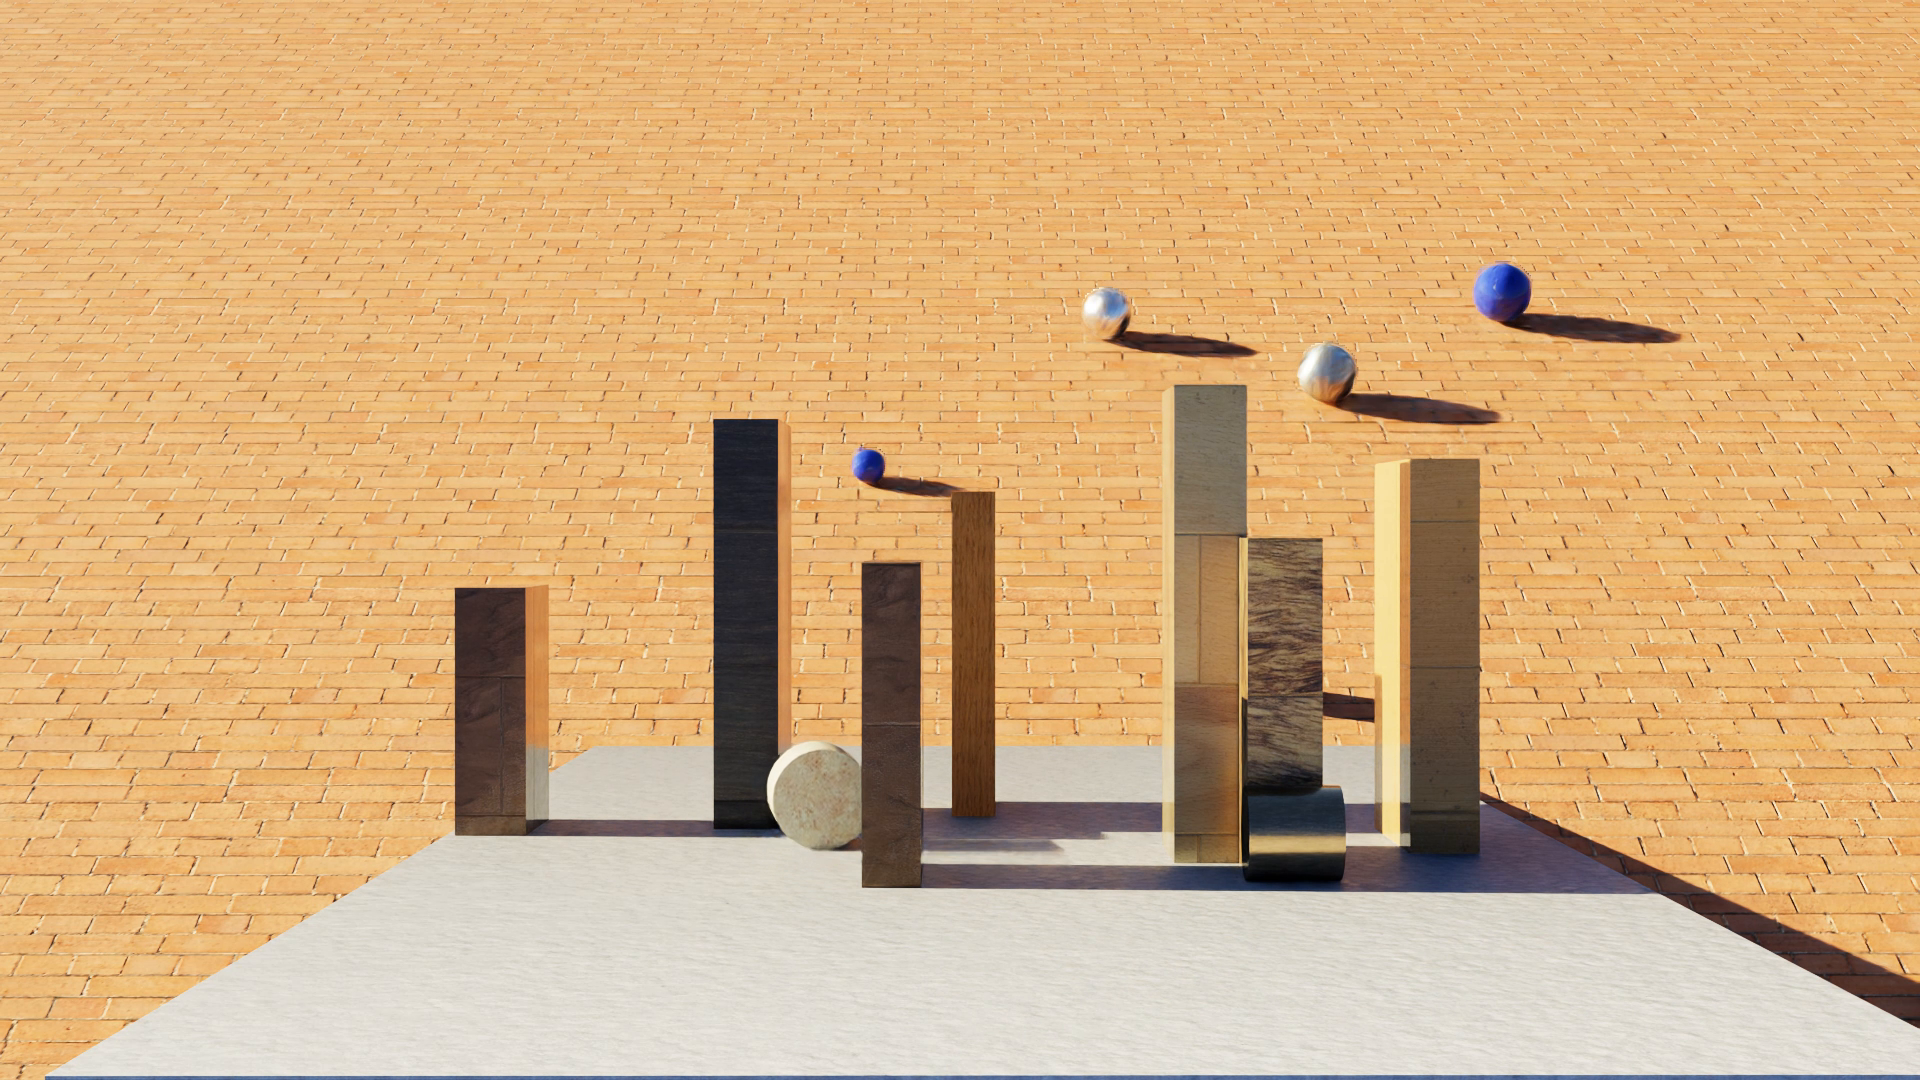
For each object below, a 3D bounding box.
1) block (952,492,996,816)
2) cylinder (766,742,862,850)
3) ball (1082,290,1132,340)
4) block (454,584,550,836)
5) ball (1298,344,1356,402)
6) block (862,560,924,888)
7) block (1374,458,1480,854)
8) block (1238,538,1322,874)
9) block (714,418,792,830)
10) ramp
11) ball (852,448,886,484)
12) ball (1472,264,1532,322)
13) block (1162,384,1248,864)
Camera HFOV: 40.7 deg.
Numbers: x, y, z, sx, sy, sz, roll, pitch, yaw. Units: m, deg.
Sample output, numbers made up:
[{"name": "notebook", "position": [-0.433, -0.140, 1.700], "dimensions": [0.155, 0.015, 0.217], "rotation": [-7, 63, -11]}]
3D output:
[{"name": "block", "position": [0.026, 0.220, 5.142], "dimensions": [0.084, 0.629, 0.280], "rotation": [0, 0, 0]}, {"name": "cylinder", "position": [-0.249, 0.450, 4.572], "dimensions": [0.175, 0.175, 0.175], "rotation": [-4, 1, -8]}, {"name": "ball", "position": [0.510, -0.783, 8.980], "dimensions": [0.173, 0.173, 0.173], "rotation": [0, 29, 0]}, {"name": "block", "position": [-0.853, 0.311, 4.827], "dimensions": [0.129, 0.451, 0.266], "rotation": [0, 0, 0]}, {"name": "ball", "position": [1.214, -0.551, 8.547], "dimensions": [0.192, 0.192, 0.192], "rotation": [0, 29, 0]}, {"name": "block", "position": [-0.107, 0.286, 4.153], "dimensions": [0.092, 0.505, 0.290], "rotation": [0, 0, 0]}, {"name": "block", "position": [0.830, 0.198, 4.617], "dimensions": [0.119, 0.676, 0.377], "rotation": [0, 0, 0]}, {"name": "block", "position": [0.525, 0.267, 4.346], "dimensions": [0.122, 0.542, 0.342], "rotation": [0, 0, 0]}, {"name": "block", "position": [-0.397, 0.155, 4.982], "dimensions": [0.120, 0.761, 0.382], "rotation": [0, 0, 0]}, {"name": "ramp", "position": [0.066, 0.587, 4.636], "dimensions": [2.000, 0.100, 4.000], "rotation": [0, 0, 0]}, {"name": "ball", "position": [-0.285, -0.230, 8.059], "dimensions": [0.108, 0.108, 0.108], "rotation": [0, 29, 0]}, {"name": "ball", "position": [1.910, -0.870, 9.103], "dimensions": [0.205, 0.205, 0.205], "rotation": [0, 29, 0]}, {"name": "block", "position": [0.417, 0.139, 4.428], "dimensions": [0.121, 0.797, 0.249], "rotation": [0, 0, 0]}]
